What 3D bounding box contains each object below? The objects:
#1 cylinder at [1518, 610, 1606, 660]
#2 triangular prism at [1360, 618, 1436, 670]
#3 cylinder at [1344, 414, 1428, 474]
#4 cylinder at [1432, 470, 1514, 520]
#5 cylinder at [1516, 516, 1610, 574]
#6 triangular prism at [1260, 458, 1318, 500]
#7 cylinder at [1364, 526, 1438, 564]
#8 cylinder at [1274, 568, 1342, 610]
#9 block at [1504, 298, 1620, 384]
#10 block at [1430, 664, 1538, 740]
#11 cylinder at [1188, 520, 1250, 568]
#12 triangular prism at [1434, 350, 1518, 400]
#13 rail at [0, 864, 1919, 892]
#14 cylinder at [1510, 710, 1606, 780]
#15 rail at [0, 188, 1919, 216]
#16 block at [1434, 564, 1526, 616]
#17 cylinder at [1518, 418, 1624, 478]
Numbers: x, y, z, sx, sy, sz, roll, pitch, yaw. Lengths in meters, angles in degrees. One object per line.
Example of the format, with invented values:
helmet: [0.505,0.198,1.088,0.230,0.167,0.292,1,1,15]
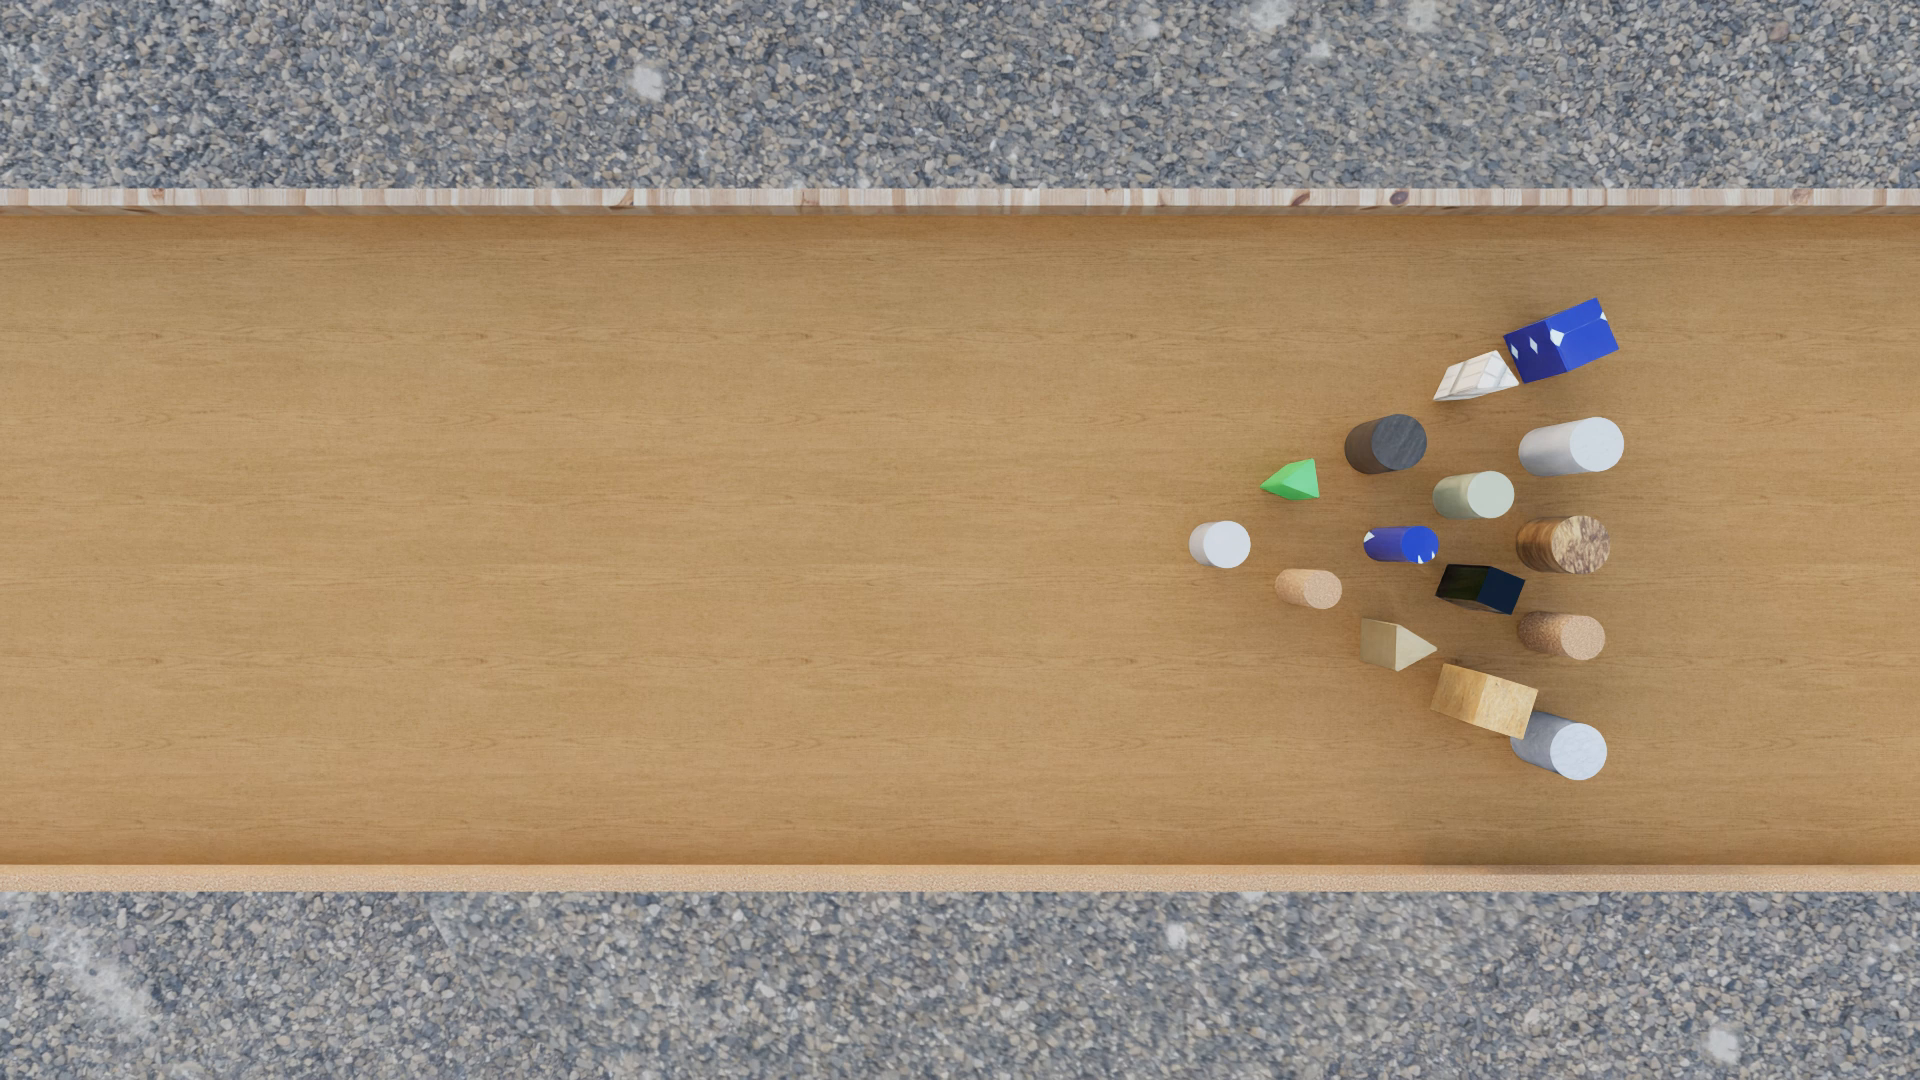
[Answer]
cylinder: [1.782,0.280,4.897,0.127,0.359,0.127,0,90,0]
triangular prism: [1.264,0.290,4.869,0.130,0.414,0.112,-28,90,0]
cylinder: [1.264,-0.282,4.912,0.162,0.329,0.162,0,90,0]
cylinder: [1.521,-0.130,4.902,0.135,0.349,0.135,0,90,0]
cylinder: [1.796,0.014,4.922,0.170,0.308,0.170,0,90,0]
triangular prism: [0.992,-0.188,4.898,0.112,0.357,0.097,22,90,0]
cylinder: [1.294,0.013,4.858,0.105,0.438,0.105,0,90,0]
cylinder: [1.023,0.141,4.864,0.109,0.426,0.109,0,90,0]
block: [1.778,-0.587,4.895,0.162,0.363,0.162,-24,90,0]
block: [1.538,0.471,4.864,0.148,0.425,0.148,17,90,0]
cylinder: [0.772,0.013,4.923,0.137,0.306,0.137,0,90,0]
triangular prism: [1.511,-0.484,4.860,0.116,0.434,0.101,-4,90,0]
rail: [-2.247,1.025,5.001,12.000,0.150,0.050,0,90,0]
cylinder: [1.774,0.607,4.904,0.163,0.346,0.163,0,90,0]
rail: [-2.247,-1.025,5.002,12.000,0.150,0.050,0,90,0]
block: [1.531,0.143,4.872,0.108,0.409,0.108,22,90,0]
cylinder: [1.795,-0.270,4.863,0.153,0.427,0.153,0,90,0]
